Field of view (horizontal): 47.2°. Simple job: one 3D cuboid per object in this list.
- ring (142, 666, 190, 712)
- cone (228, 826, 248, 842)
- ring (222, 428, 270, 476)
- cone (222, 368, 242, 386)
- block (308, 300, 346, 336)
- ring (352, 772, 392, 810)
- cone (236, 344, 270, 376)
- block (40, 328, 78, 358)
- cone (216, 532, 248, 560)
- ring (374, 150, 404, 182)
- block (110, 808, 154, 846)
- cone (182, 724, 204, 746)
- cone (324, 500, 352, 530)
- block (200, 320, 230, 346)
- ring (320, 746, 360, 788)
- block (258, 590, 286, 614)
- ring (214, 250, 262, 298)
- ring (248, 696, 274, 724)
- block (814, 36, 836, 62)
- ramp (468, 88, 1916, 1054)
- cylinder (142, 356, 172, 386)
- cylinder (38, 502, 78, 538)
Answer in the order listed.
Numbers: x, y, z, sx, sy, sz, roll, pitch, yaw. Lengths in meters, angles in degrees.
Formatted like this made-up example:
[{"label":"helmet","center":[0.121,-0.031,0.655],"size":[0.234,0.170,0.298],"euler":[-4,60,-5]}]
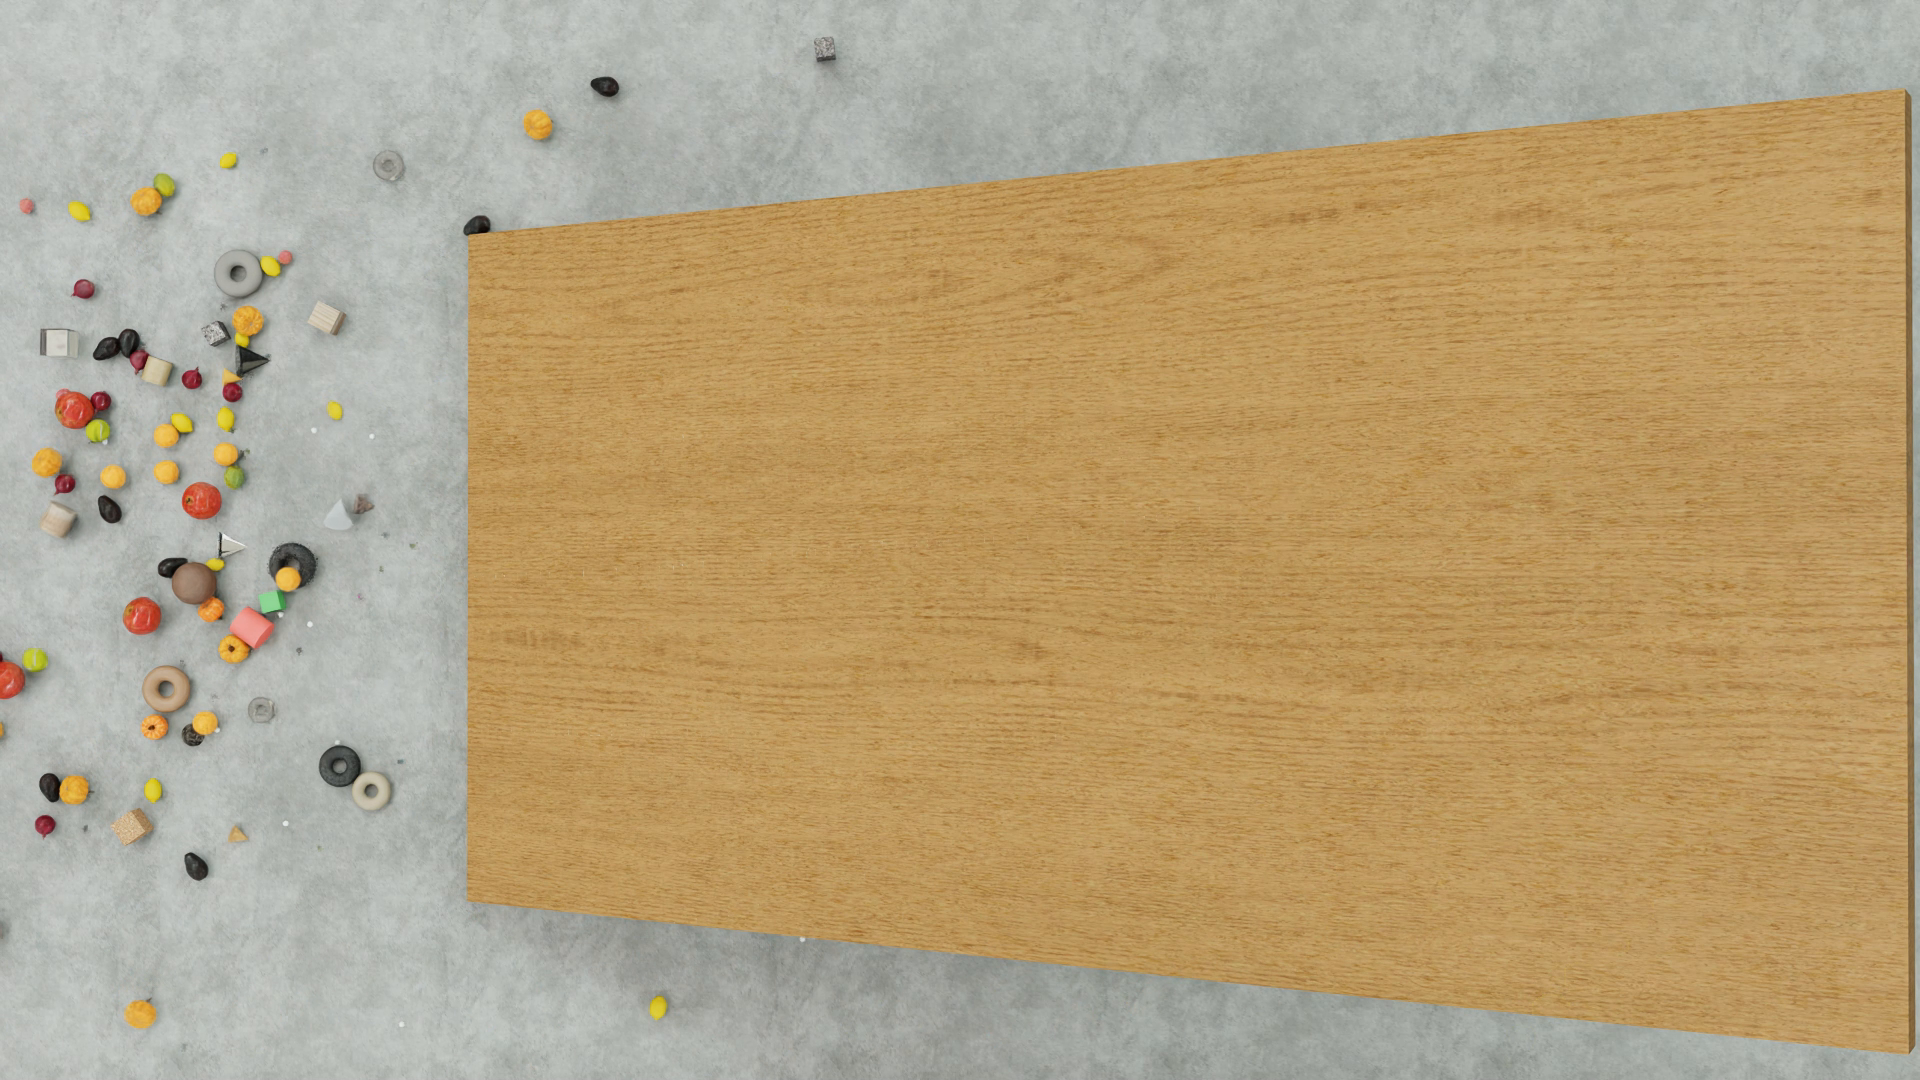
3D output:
[{"label":"ring","center":[-2.403,0.451,6.657],"size":[0.144,0.048,0.144],"euler":[0,91,0]},{"label":"cone","center":[-2.180,0.899,6.664],"size":[0.056,0.056,0.056],"euler":[24,89,-26]},{"label":"ring","center":[-2.170,-0.268,6.685],"size":[0.143,0.048,0.143],"euler":[0,90,-4]},{"label":"cone","center":[-2.207,-0.491,6.677],"size":[0.056,0.056,0.056],"euler":[5,89,-27]},{"label":"block","center":[-1.915,-0.671,6.654],"size":[0.074,0.074,0.074],"euler":[26,90,0]},{"label":"ring","center":[-1.782,0.759,6.658],"size":[0.120,0.040,0.120],"euler":[0,88,-1]},{"label":"cone","center":[-2.139,-0.544,6.668],"size":[0.098,0.098,0.098],"euler":[-3,89,-27]},{"label":"block","center":[-2.724,-0.595,6.650],"size":[0.081,0.081,0.081],"euler":[1,89,0]},{"label":"cone","center":[-2.205,0.019,6.665],"size":[0.088,0.088,0.088],"euler":[3,89,-27]},{"label":"ring","center":[-1.736,-1.137,6.680],"size":[0.094,0.031,0.094],"euler":[0,89,-1]},{"label":"block","center":[-2.499,0.866,6.638],"size":[0.076,0.076,0.076],"euler":[-35,90,0]},{"label":"cone","center":[-2.329,0.591,6.644],"size":[0.070,0.070,0.070],"euler":[0,89,0]},{"label":"cone","center":[-1.881,-0.088,6.666],"size":[0.085,0.085,0.085],"euler":[-3,63,0]},{"label":"block","center":[-2.254,-0.625,6.663],"size":[0.056,0.056,0.056],"euler":[-27,90,0]},{"label":"ring","center":[-1.878,0.685,6.657],"size":[0.127,0.042,0.127],"euler":[0,88,1]},{"label":"block","center":[-2.080,0.187,6.655],"size":[0.056,0.056,0.056],"euler":[-14,89,0]},{"label":"ring","center":[-2.188,-0.808,6.668],"size":[0.146,0.049,0.146],"euler":[0,91,-1]},{"label":"ring","center":[-2.118,0.516,6.666],"size":[0.082,0.027,0.082],"euler":[0,91,0]},{"label":"block","center":[-0.410,-1.489,6.669],"size":[0.058,0.058,0.058],"euler":[-7,89,0]},{"label":"ramp","center":[0.267,0.073,5.617],"size":[4.000,0.100,2.000],"euler":[0,89,31]},{"label":"cylinder","center":[-2.429,-0.511,6.652],"size":[0.074,0.074,0.074],"euler":[19,89,0]},{"label":"cylinder","center":[-2.724,-0.061,6.643],"size":[0.084,0.084,0.084],"euler":[27,90,0]}]
